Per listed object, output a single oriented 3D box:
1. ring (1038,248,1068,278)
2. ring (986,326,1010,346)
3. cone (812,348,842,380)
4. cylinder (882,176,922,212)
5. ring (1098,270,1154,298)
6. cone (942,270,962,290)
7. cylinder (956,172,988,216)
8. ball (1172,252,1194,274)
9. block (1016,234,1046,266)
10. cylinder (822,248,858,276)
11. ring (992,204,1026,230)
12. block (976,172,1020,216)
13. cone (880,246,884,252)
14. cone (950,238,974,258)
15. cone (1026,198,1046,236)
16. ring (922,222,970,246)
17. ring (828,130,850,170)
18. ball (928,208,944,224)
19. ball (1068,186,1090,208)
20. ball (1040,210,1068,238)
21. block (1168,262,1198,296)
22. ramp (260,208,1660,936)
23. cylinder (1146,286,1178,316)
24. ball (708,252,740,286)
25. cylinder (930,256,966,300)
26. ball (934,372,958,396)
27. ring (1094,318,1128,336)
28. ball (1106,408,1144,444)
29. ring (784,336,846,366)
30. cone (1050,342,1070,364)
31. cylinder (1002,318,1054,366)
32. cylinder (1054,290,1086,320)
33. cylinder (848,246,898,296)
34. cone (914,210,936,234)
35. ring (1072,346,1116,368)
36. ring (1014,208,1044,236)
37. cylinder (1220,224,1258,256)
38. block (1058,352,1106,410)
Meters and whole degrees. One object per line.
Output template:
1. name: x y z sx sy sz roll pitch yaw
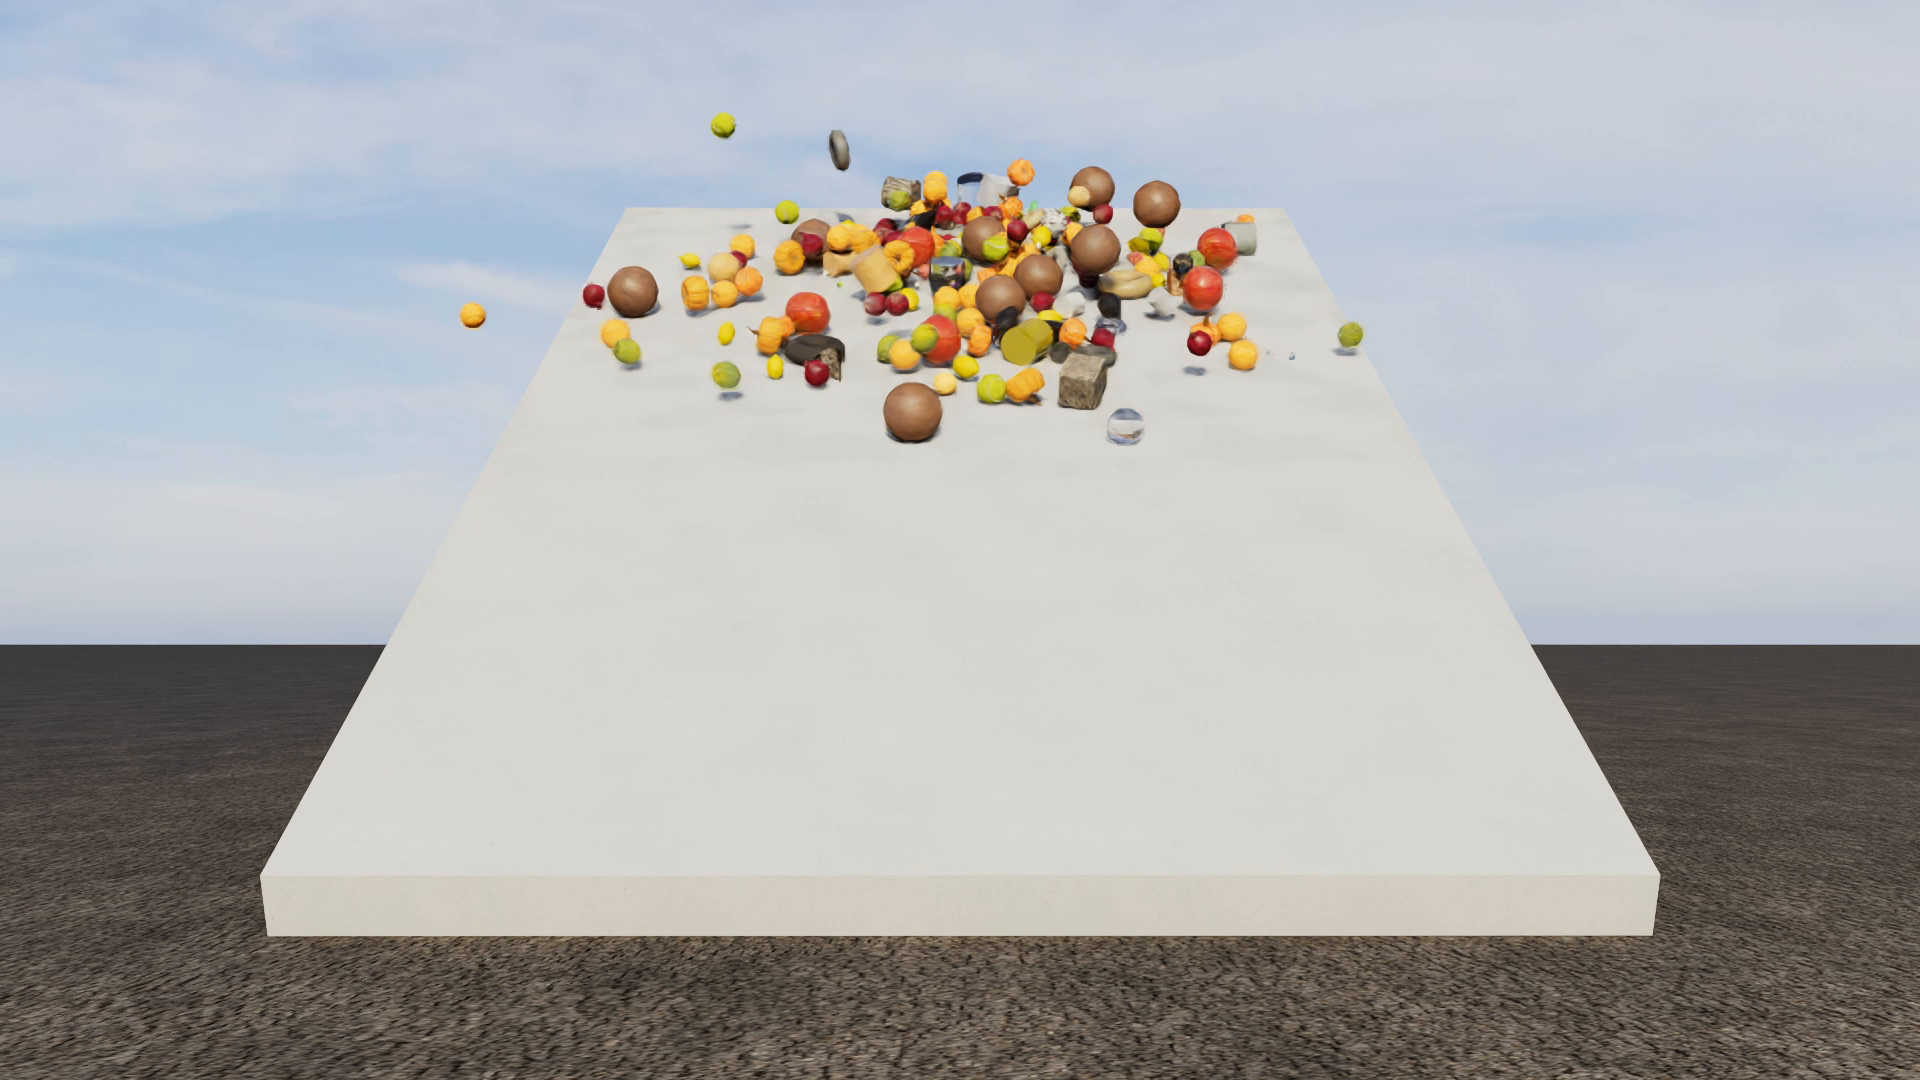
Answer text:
1. ring: 0.254 -0.757 6.254 0.093 0.093 0.031 -2 -31 41
2. ring: 0.109 -0.503 5.681 0.095 0.032 0.095 1 23 -1
3. cone: -0.298 -0.400 5.418 0.075 0.075 0.075 -21 -35 -16
4. cylinder: -0.170 -1.003 6.654 0.089 0.089 0.089 11 1 19
5. ring: 0.440 -0.679 6.095 0.149 0.050 0.149 -1 22 0
6. cone: -0.029 -0.695 6.149 0.054 0.054 0.054 1 4 -18
7. cylinder: 0.040 -1.023 6.791 0.095 0.095 0.095 -3 35 2
8. ball: 0.585 -0.726 6.017 0.056 0.056 0.056 0 -2 0
9. block: 0.197 -0.805 6.356 0.061 0.061 0.061 -4 -34 -14
10. cylinder: -0.325 -0.758 6.259 0.071 0.071 0.071 -16 7 -35
11. ring: 0.143 -0.951 6.748 0.100 0.100 0.033 0 -39 2
12. block: 0.110 -0.993 6.587 0.085 0.085 0.085 8 24 -25
13. cone: -0.255 -0.739 6.156 0.095 0.095 0.095 -3 -2 -13
14. cone: -0.002 -0.829 6.415 0.061 0.061 0.061 25 -8 -12
15. cone: 0.216 -0.947 6.685 0.099 0.099 0.099 1 26 -1
16. ring: -0.041 -0.879 6.594 0.140 0.047 0.140 2 20 -1
17. ring: -0.345 -1.114 6.561 0.040 0.120 0.120 -14 0 -12
18. ball: -0.077 -0.944 6.738 0.057 0.057 0.057 0 -2 0
19. ball: 0.319 -0.919 6.144 0.061 0.061 0.061 0 -2 0
20. ball: 0.259 -0.871 6.328 0.076 0.076 0.076 0 -2 0
21. block: 0.590 -0.691 6.087 0.071 0.071 0.071 0 28 -1
22. ramp: -0.006 -0.220 5.152 2.000 0.100 4.000 0 22 0
23. cylinder: 0.515 -0.608 5.843 0.056 0.056 0.056 42 -25 -27
24. ball: -0.634 -0.729 6.162 0.089 0.089 0.089 0 -2 0
25. cylinder: -0.034 -0.691 6.061 0.094 0.094 0.094 0 22 0
26. ball: -0.034 -0.361 5.295 0.055 0.055 0.055 0 -2 0
27. ring: 0.379 -0.532 5.758 0.087 0.029 0.087 0 23 0
28. ball: 0.359 -0.247 4.977 0.081 0.081 0.081 0 -2 0
29. ring: -0.349 -0.457 5.540 0.148 0.049 0.148 1 21 0
30. cone: 0.254 -0.446 5.543 0.057 0.057 0.057 -1 -10 28
31. cylinder: 0.163 -0.479 5.535 0.094 0.094 0.094 -2 18 32
32. cylinder: 0.281 -0.603 5.891 0.060 0.060 0.060 -2 22 43
33. cylinder: -0.224 -0.697 5.946 0.095 0.095 0.095 -30 20 12
34. cone: -0.085 -0.899 6.390 0.065 0.065 0.065 3 -31 -47
35. ring: 0.321 -0.439 5.516 0.110 0.037 0.110 1 22 0
36. ring: 0.195 -0.890 6.430 0.104 0.035 0.104 -38 14 11
37. cylinder: 0.785 -0.847 6.462 0.090 0.090 0.090 0 -2 -1
38. block: 0.278 -0.359 5.202 0.086 0.086 0.086 11 45 16
